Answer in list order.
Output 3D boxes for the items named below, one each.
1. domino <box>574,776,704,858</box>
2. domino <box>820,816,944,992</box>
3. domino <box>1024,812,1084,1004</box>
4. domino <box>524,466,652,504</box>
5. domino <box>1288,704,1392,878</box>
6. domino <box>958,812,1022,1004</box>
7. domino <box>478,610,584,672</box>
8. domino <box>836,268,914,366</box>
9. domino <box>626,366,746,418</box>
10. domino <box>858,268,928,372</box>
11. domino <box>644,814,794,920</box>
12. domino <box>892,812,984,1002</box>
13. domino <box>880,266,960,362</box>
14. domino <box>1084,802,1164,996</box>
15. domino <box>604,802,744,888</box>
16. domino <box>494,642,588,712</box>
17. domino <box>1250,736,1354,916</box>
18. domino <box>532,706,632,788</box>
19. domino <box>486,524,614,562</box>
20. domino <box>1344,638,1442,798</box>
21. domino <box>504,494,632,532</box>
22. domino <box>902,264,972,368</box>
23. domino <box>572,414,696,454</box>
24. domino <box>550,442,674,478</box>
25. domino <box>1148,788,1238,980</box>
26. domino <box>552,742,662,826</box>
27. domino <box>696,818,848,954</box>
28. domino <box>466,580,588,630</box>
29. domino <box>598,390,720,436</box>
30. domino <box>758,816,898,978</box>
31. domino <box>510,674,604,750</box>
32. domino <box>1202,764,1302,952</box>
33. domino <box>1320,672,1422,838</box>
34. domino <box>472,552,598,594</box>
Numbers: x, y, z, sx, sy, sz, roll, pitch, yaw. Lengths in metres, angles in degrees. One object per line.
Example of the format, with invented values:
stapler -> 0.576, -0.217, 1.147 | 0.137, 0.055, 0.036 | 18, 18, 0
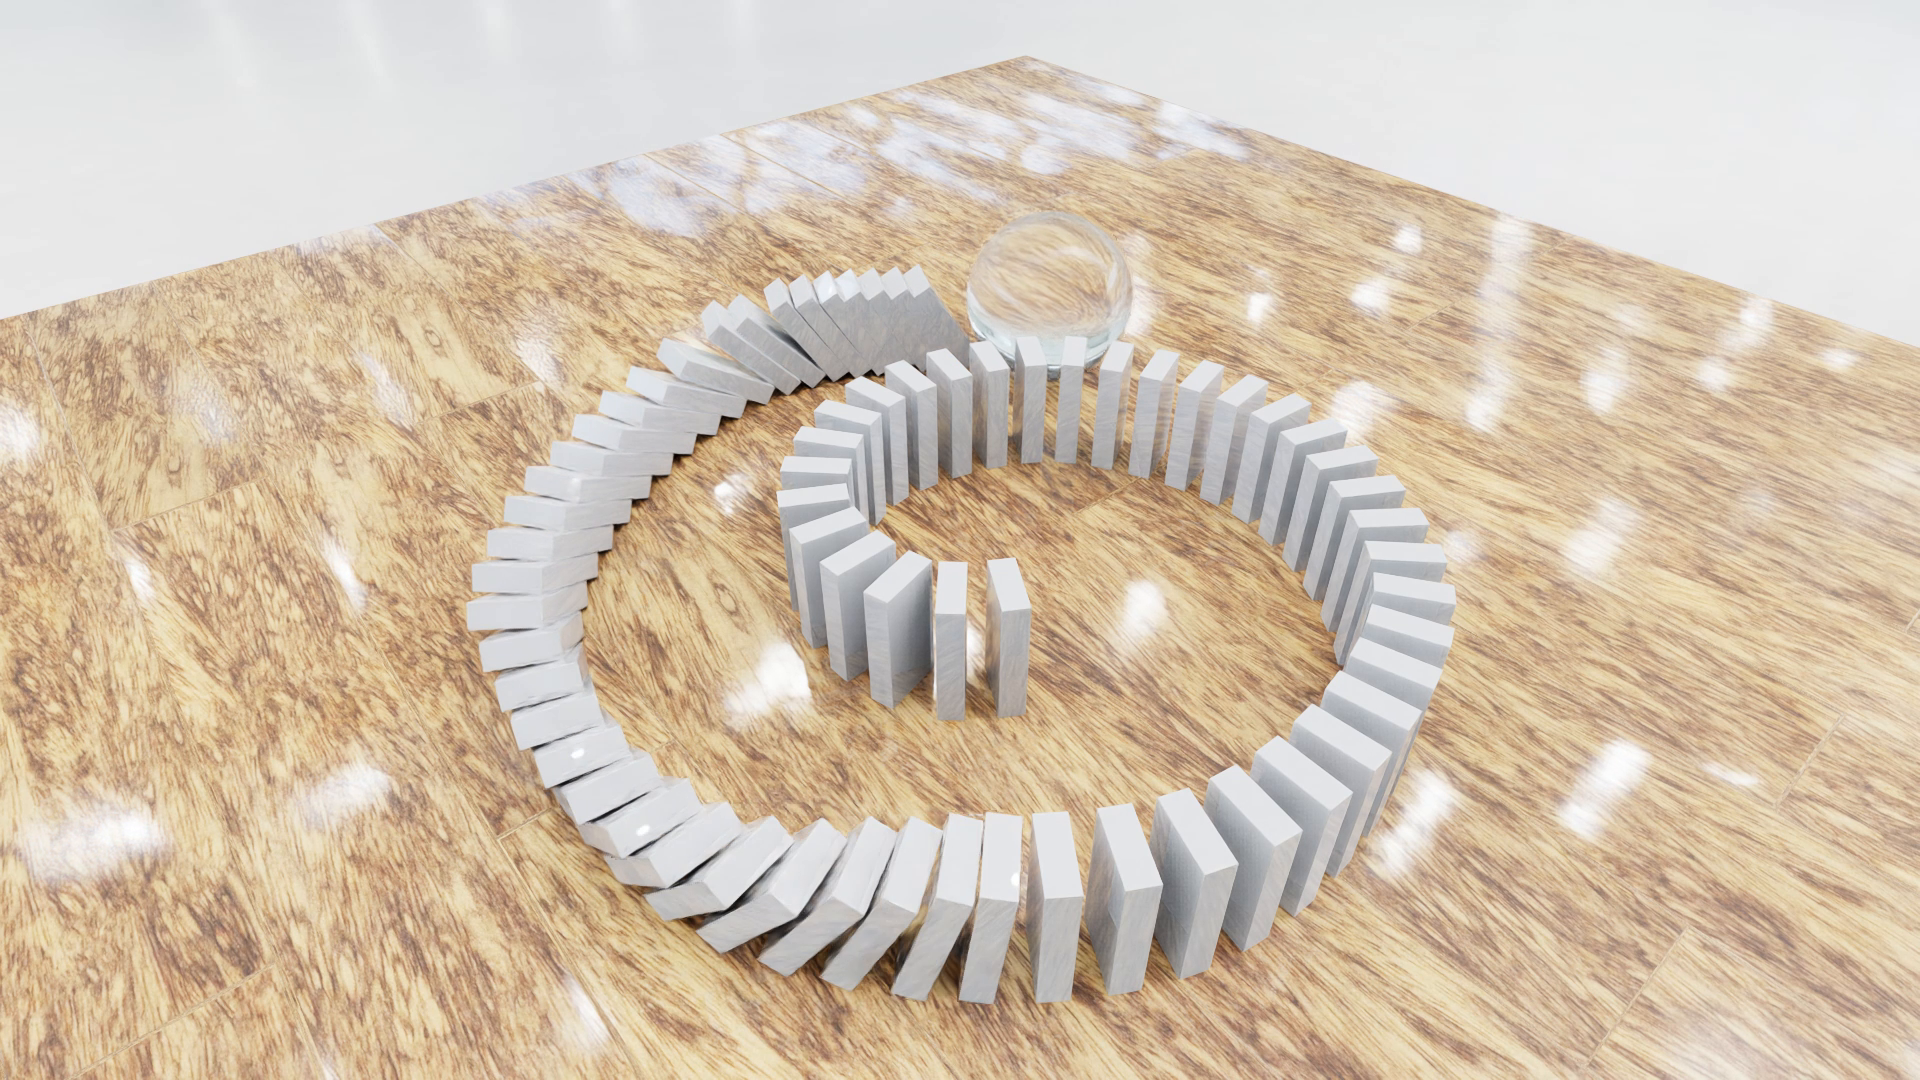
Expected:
domino -> -0.095, 0.080, 0.322 | 0.025, 0.009, 0.050 | -29, 6, -30
domino -> -0.021, 0.097, 0.293 | 0.010, 0.050, 0.025 | 27, 41, -5
domino -> 0.024, 0.098, 0.292 | 0.009, 0.050, 0.025 | -3, 39, -3
domino -> -0.152, -0.023, 0.452 | 0.025, 0.010, 0.050 | 12, 8, 15
domino -> 0.106, 0.074, 0.321 | 0.010, 0.050, 0.025 | -32, 49, -33
domino -> 0.008, 0.098, 0.291 | 0.009, 0.050, 0.025 | 8, 40, 0
domino -> -0.147, 0.034, 0.380 | 0.025, 0.009, 0.050 | -9, 6, -11
domino -> -0.042, -0.108, 0.545 | 0.009, 0.050, 0.025 | -33, 41, 9
domino -> -0.125, -0.068, 0.505 | 0.025, 0.009, 0.050 | 27, 13, 29
domino -> -0.031, -0.109, 0.546 | 0.010, 0.050, 0.025 | -33, 41, 9
domino -> -0.068, 0.091, 0.305 | 0.009, 0.050, 0.025 | 53, 52, -4
domino -> -0.006, 0.098, 0.291 | 0.010, 0.050, 0.025 | 16, 40, -4
domino -> -0.020, -0.110, 0.547 | 0.009, 0.050, 0.025 | -33, 41, 9
domino -> 0.043, 0.097, 0.294 | 0.010, 0.050, 0.025 | -7, 40, -8
domino -> -0.082, 0.086, 0.312 | 0.025, 0.009, 0.050 | -33, 5, -34
domino -> -0.139, 0.045, 0.367 | 0.025, 0.010, 0.050 | -14, 6, -16
domino -> 0.092, 0.082, 0.312 | 0.010, 0.050, 0.025 | -27, 46, -29
domino -> -0.120, 0.064, 0.343 | 0.025, 0.010, 0.050 | -20, 6, -23
domino -> -0.156, 0.000, 0.423 | 0.025, 0.010, 0.050 | 5, 6, 7
domino -> 0.130, 0.056, 0.343 | 0.025, 0.050, 0.009 | 23, 45, 25
domino -> -0.155, -0.012, 0.437 | 0.025, 0.009, 0.050 | 9, 7, 11
domino -> -0.009, -0.111, 0.549 | 0.009, 0.050, 0.025 | -33, 41, 9
domino -> -0.141, -0.046, 0.479 | 0.025, 0.010, 0.050 | 19, 10, 21
domino -> -0.146, -0.034, 0.465 | 0.025, 0.009, 0.050 | 14, 8, 16
domino -> 0.061, 0.093, 0.297 | 0.009, 0.050, 0.025 | -13, 41, -15
domino -> -0.108, 0.072, 0.332 | 0.025, 0.010, 0.050 | -24, 6, -26
domino -> -0.052, 0.095, 0.299 | 0.009, 0.050, 0.025 | 44, 46, -6
domino -> -0.154, 0.023, 0.394 | 0.025, 0.009, 0.050 | -2, 5, -2
domino -> -0.133, -0.057, 0.492 | 0.025, 0.010, 0.050 | 22, 11, 24
domino -> -0.036, 0.096, 0.296 | 0.009, 0.050, 0.025 | 34, 42, -7
domino -> -0.130, 0.055, 0.355 | 0.025, 0.009, 0.050 | -17, 6, -19
domino -> 0.077, 0.088, 0.304 | 0.010, 0.050, 0.025 | -21, 44, -23
domino -> 0.119, 0.065, 0.332 | 0.025, 0.050, 0.009 | 28, 47, 30
domino -> -0.157, 0.011, 0.409 | 0.025, 0.009, 0.050 | 2, 6, 3
